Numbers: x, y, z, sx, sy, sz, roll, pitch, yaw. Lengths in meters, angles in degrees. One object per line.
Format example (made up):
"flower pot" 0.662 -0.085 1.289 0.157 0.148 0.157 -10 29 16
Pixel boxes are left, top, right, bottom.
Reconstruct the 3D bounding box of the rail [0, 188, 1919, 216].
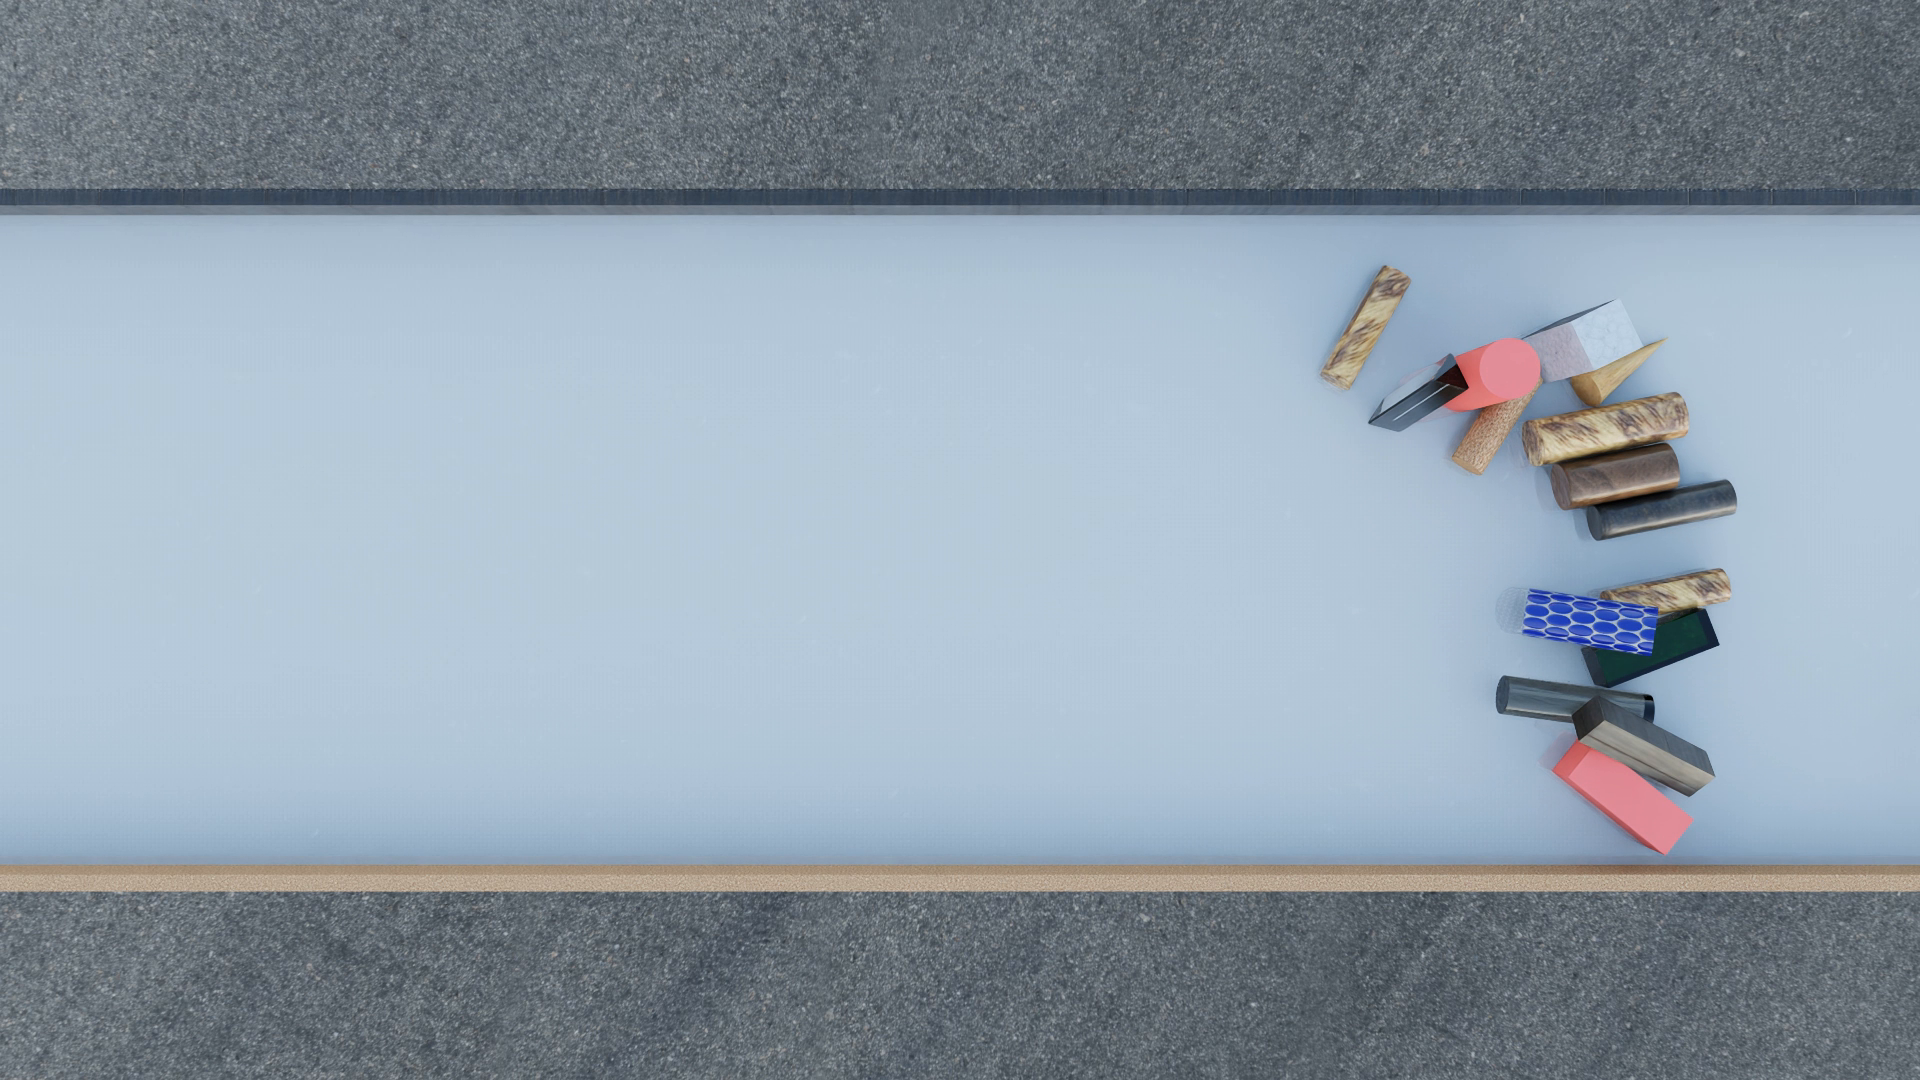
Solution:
"rail" -2.247 -1.025 5.002 12.000 0.150 0.050 0 90 0

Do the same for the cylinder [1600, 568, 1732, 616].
"cylinder" 2.147 0.172 5.024 0.359 0.105 0.105 -11 90 0

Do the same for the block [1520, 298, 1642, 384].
"block" 1.816 -0.578 4.850 0.152 0.452 0.152 -26 90 0

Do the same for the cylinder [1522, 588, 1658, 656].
"cylinder" 1.886 0.245 4.940 0.363 0.147 0.147 9 90 22

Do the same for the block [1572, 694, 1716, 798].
"block" 2.051 0.619 4.949 0.432 0.107 0.107 26 127 -15

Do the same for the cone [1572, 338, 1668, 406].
"cone" 2.045 -0.542 5.046 0.333 0.123 0.123 -31 90 -10

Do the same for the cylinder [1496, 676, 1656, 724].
"cylinder" 1.869 0.499 5.017 0.442 0.119 0.119 7 90 0

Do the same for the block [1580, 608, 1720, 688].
"block" 2.097 0.326 5.017 0.357 0.118 0.118 -21 90 0

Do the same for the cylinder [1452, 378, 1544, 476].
"cylinder" 1.636 -0.367 5.024 0.105 0.105 0.340 33 90 0

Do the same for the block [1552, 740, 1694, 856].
"block" 2.010 0.774 5.008 0.374 0.138 0.138 39 90 0

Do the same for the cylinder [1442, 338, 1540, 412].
"cylinder" 1.542 -0.480 4.848 0.172 0.456 0.172 0 90 0

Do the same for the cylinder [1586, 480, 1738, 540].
"cylinder" 2.135 -0.091 5.021 0.414 0.112 0.112 -11 90 0

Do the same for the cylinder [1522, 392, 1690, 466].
"cylinder" 1.957 -0.336 5.005 0.455 0.142 0.142 -11 90 0

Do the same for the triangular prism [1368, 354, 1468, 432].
"triangular prism" 1.359 -0.442 4.905 0.115 0.344 0.099 12 69 -16

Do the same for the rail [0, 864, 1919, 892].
"rail" -2.247 1.025 5.001 12.000 0.150 0.050 0 90 0

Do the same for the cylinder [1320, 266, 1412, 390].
"cylinder" 1.236 -0.646 5.026 0.100 0.100 0.380 30 90 0

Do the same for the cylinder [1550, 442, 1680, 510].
"cylinder" 1.986 -0.192 5.004 0.334 0.145 0.145 -11 90 0
